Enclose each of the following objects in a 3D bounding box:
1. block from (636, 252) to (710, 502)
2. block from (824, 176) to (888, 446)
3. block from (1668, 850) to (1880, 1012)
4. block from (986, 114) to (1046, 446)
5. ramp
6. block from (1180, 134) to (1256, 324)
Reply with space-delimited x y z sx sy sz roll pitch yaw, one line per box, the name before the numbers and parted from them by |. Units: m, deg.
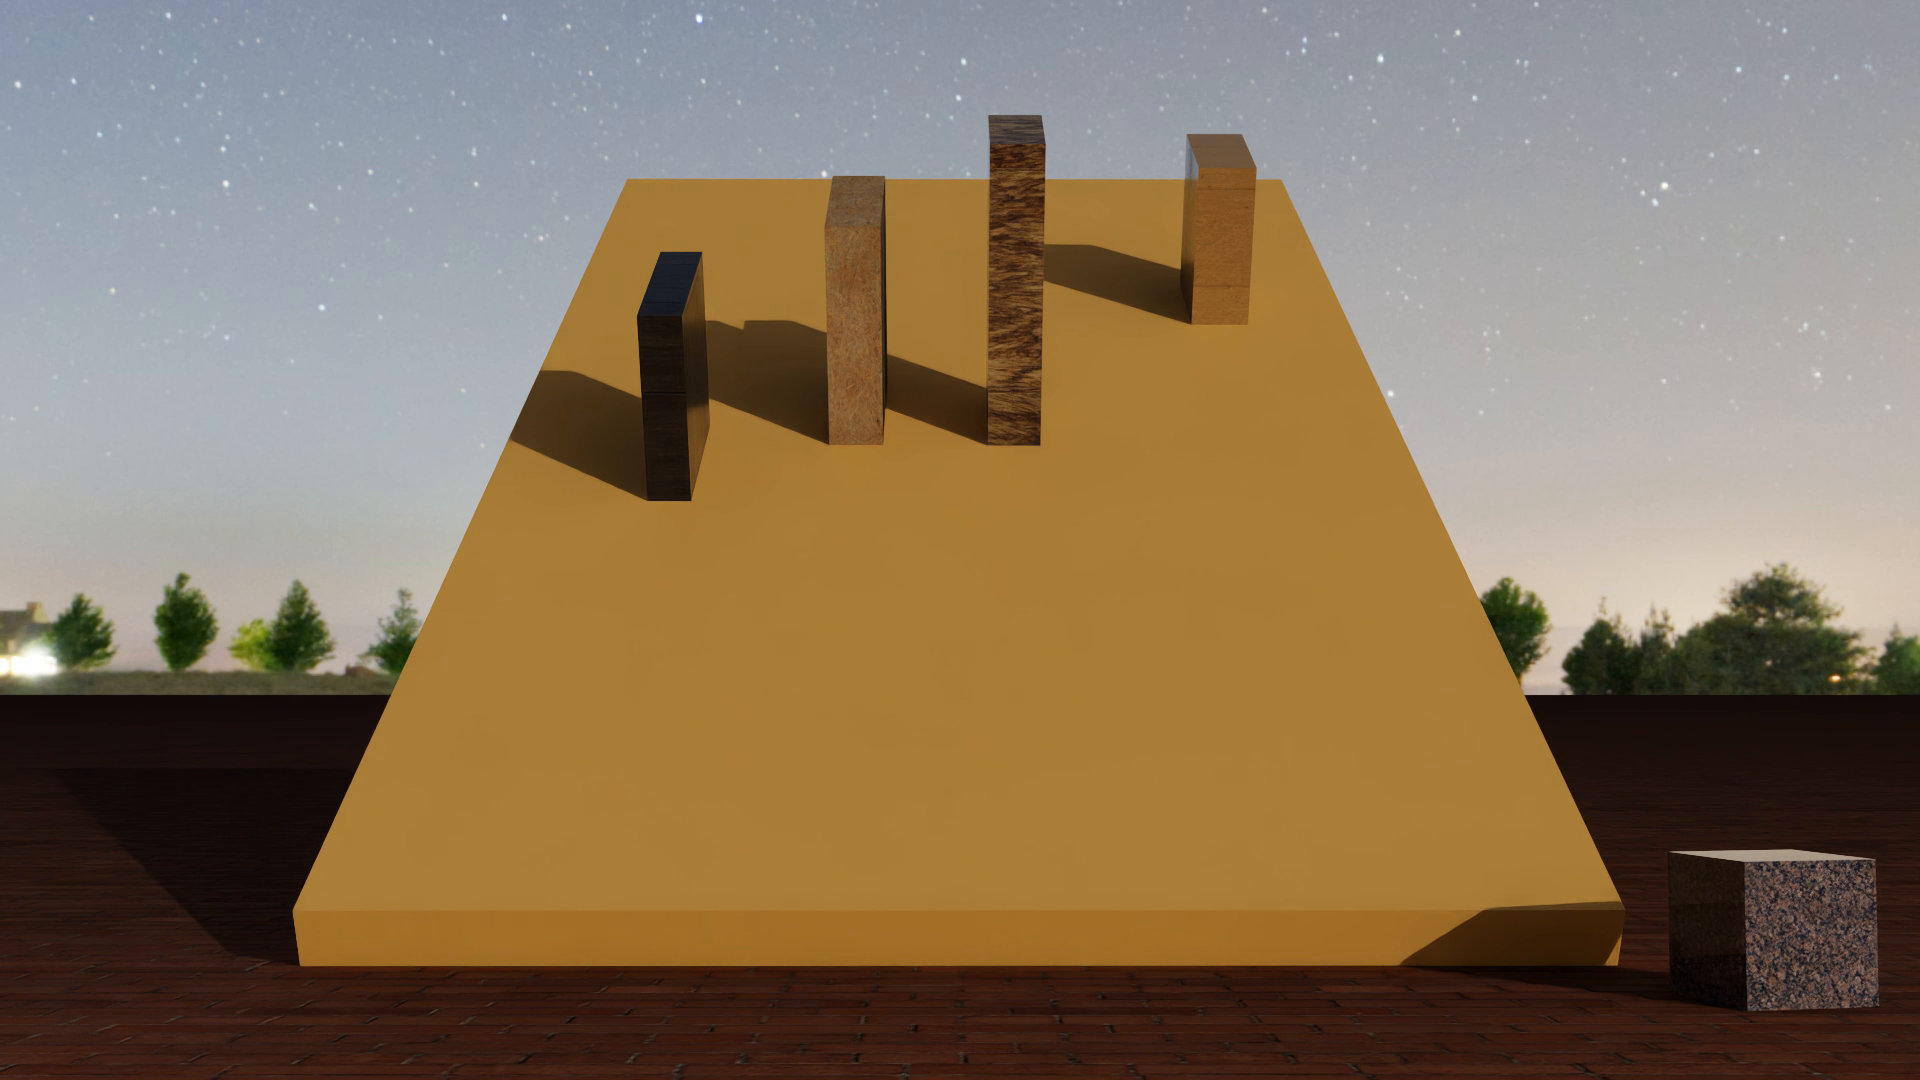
block | -0.610 -0.356 5.004 0.091 0.410 0.427 0 25 0
block | -0.231 -0.522 5.259 0.119 0.501 0.401 0 25 0
block | 1.101 0.526 3.169 0.194 0.194 0.194 1 -4 -13
block | 0.120 -0.571 5.150 0.117 0.682 0.247 0 25 0
ramp | -0.008 -0.229 5.342 2.000 0.100 4.000 0 25 0
block | 0.658 -0.799 5.982 0.143 0.408 0.324 0 25 0
